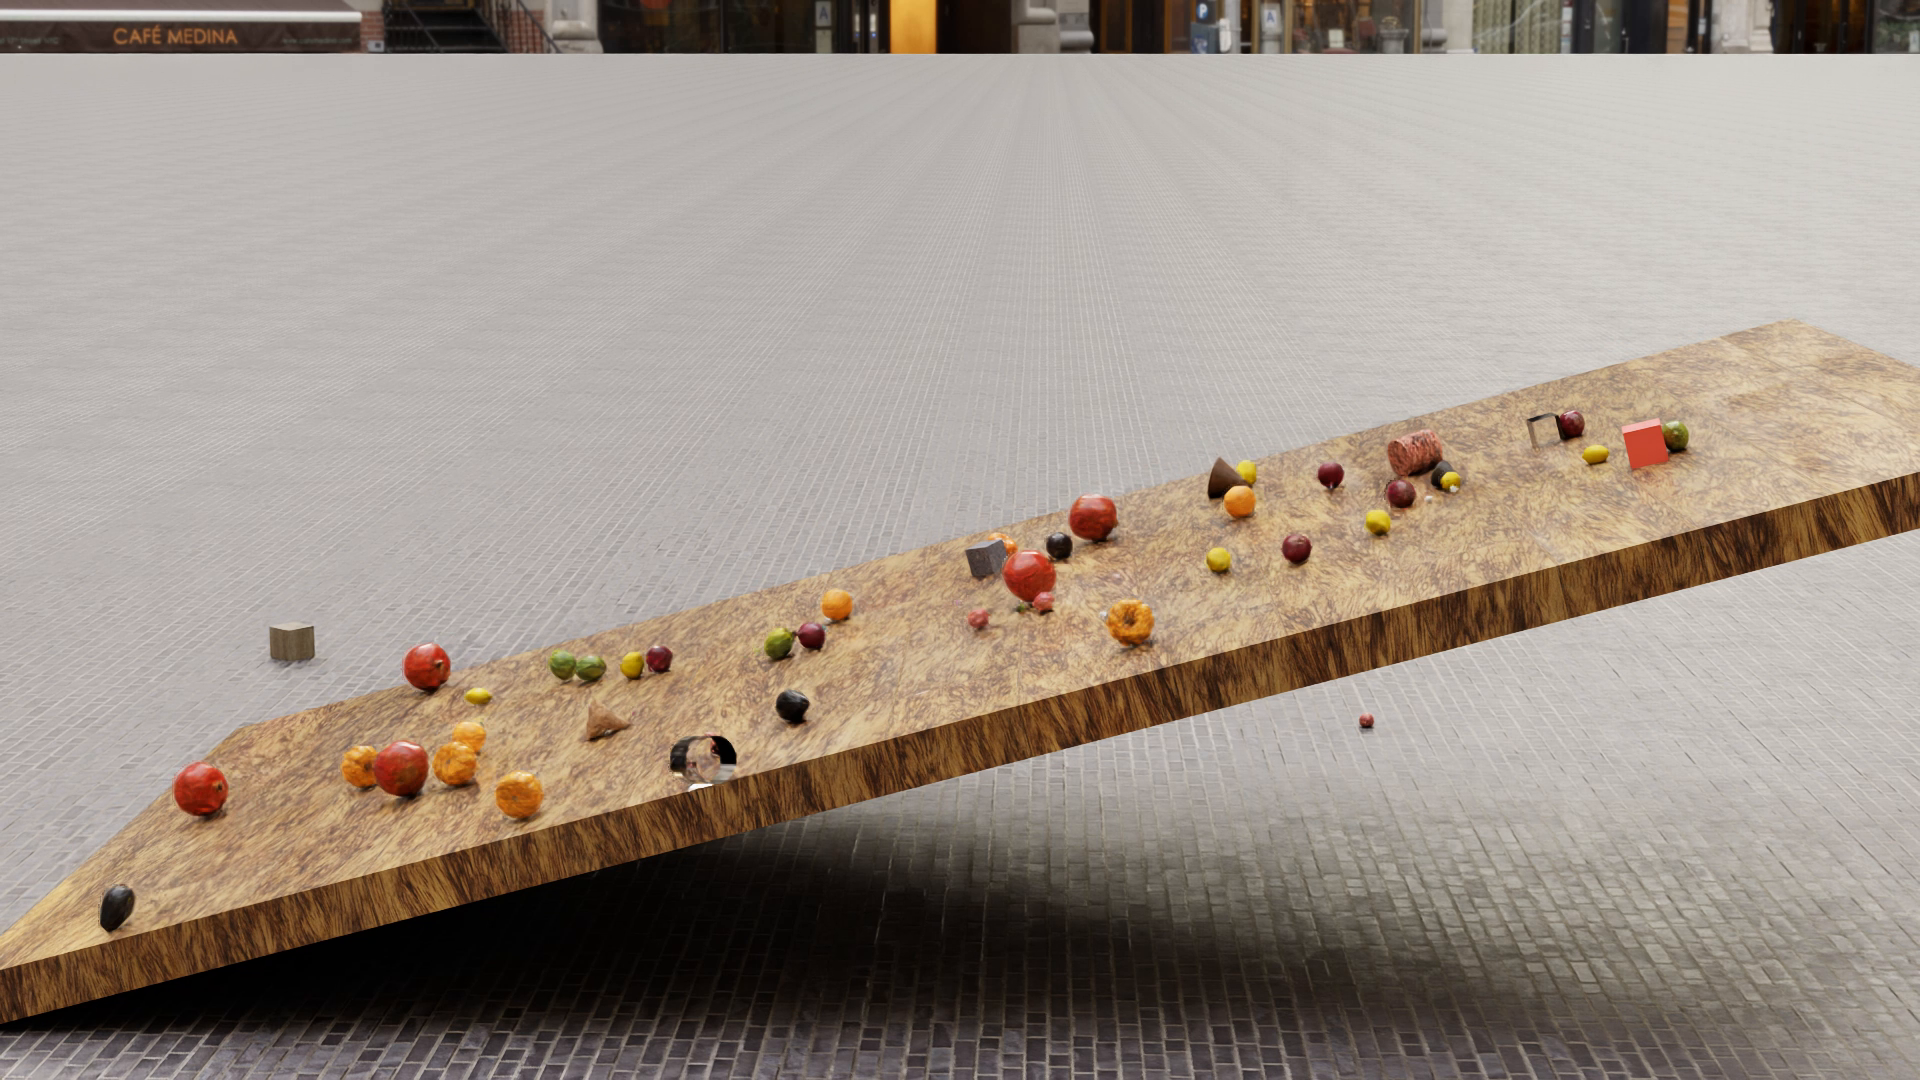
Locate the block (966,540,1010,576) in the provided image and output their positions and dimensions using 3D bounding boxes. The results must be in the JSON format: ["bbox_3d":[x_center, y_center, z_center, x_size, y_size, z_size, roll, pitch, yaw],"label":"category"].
[{"bbox_3d":[0.063,0.040,6.736,0.064,0.064,0.064,-8,12,39],"label":"block"}]

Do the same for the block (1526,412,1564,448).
[{"bbox_3d":[1.277,-0.240,6.419,0.058,0.058,0.058,-16,9,-3],"label":"block"}]

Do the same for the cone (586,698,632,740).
[{"bbox_3d":[-0.722,0.378,6.105,0.088,0.088,0.088,10,7,-15],"label":"cone"}]

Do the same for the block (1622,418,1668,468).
[{"bbox_3d":[1.381,-0.194,5.928,0.075,0.075,0.075,-13,10,13],"label":"block"}]

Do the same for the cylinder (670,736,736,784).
[{"bbox_3d":[-0.471,0.403,5.393,0.088,0.088,0.088,-8,3,-39],"label":"cylinder"}]

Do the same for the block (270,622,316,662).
[{"bbox_3d":[-1.983,0.301,8.734,0.092,0.092,0.092,9,13,40],"label":"block"}]

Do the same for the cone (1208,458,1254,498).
[{"bbox_3d":[0.641,-0.135,6.886,0.098,0.098,0.098,16,14,16],"label":"cone"}]

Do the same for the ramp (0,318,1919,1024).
[{"bbox_3d":[0.081,0.191,6.329,4.000,0.100,2.000,-15,9,4],"label":"ramp"}]

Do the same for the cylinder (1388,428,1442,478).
[{"bbox_3d":[1.005,-0.192,6.496,0.086,0.086,0.086,-19,17,-22],"label":"cylinder"}]

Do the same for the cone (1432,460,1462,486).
[{"bbox_3d":[1.044,-0.129,6.246,0.061,0.061,0.061,-10,33,-44],"label":"cone"}]
